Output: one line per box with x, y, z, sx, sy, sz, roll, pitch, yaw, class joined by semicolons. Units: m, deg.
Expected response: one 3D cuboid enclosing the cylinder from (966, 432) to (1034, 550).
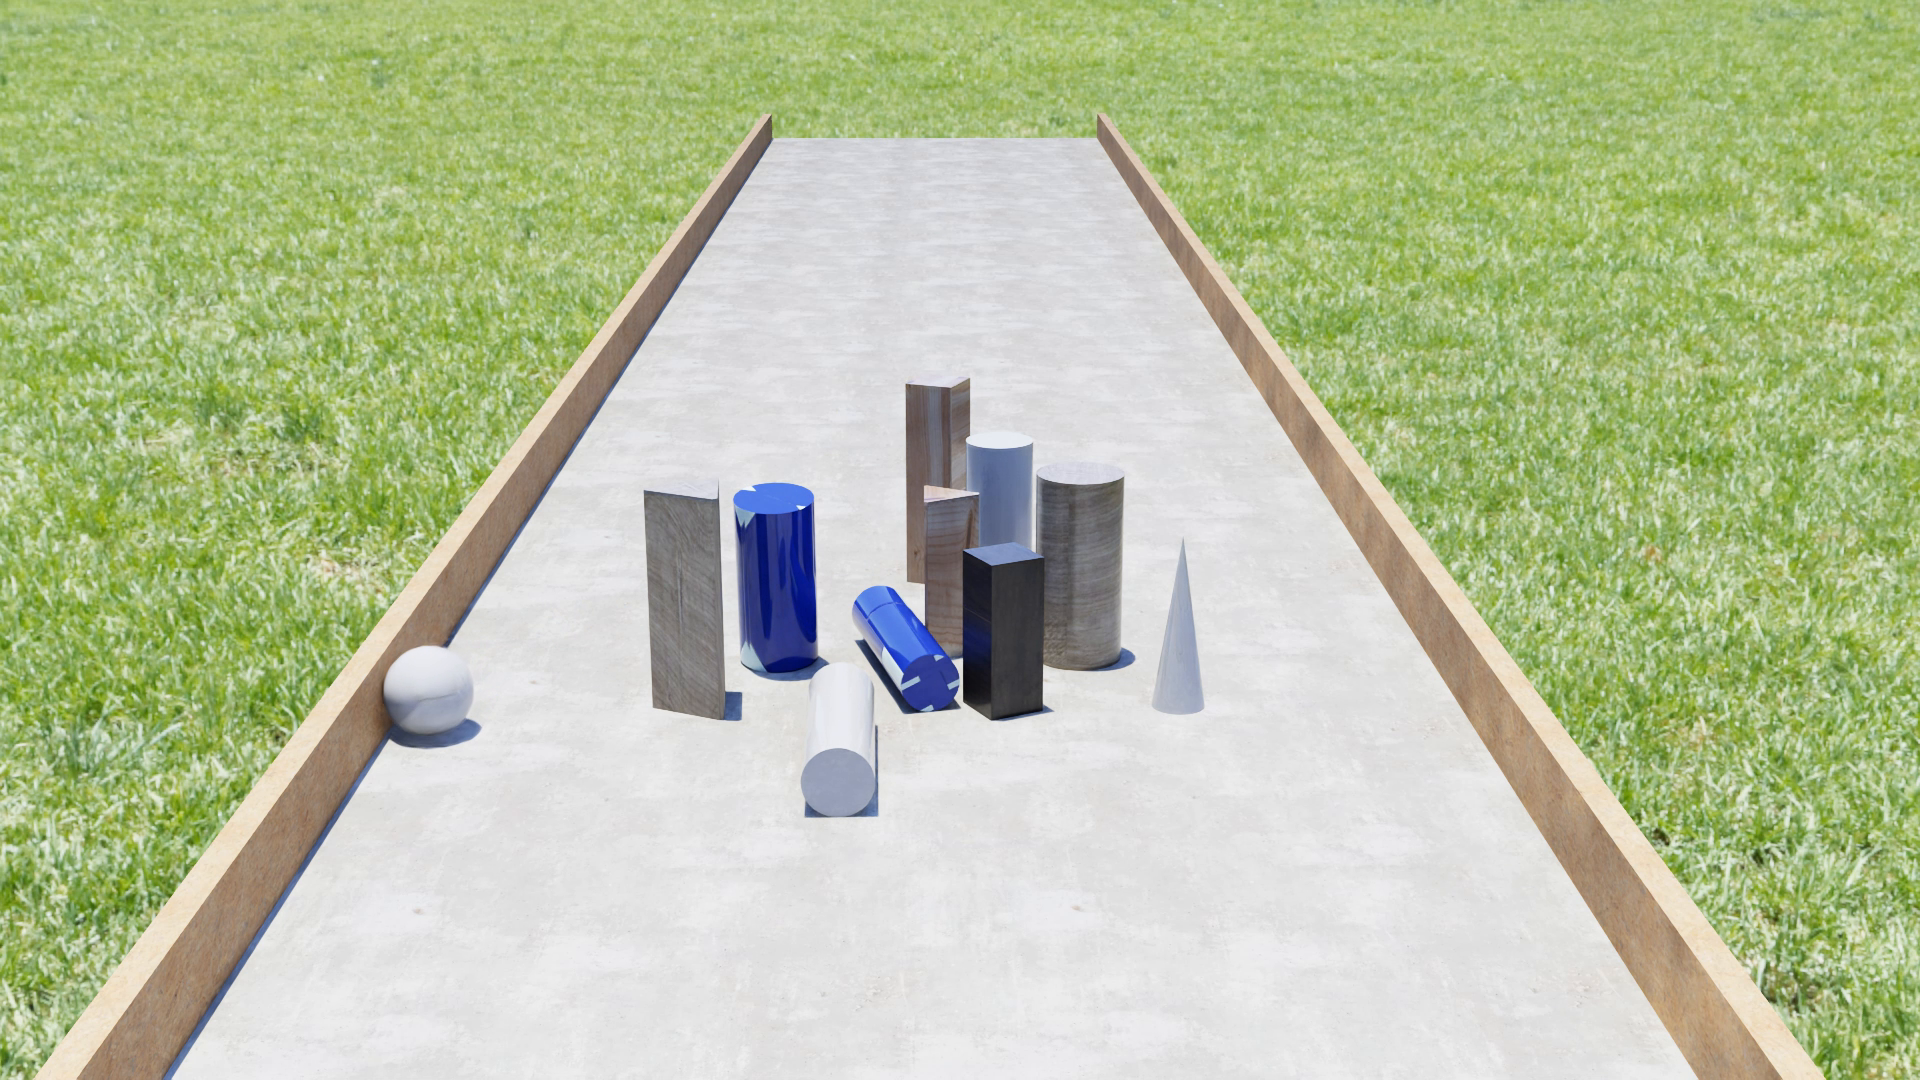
0.083;-0.026;4.646;0.142;0.381;0.142;0;17;0;cylinder

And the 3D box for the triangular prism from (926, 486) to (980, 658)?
-0.042;0.063;4.432;0.123;0.332;0.107;-10;19;-29;triangular prism

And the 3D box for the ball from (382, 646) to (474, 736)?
-0.970;0.275;4.017;0.164;0.164;0.164;0;17;0;ball

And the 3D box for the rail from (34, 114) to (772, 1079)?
-1.118;-0.838;7.780;0.050;0.150;12.000;0;17;-1;rail

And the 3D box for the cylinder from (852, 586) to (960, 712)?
-0.111;0.208;4.327;0.114;0.114;0.438;-4;17;-14;cylinder

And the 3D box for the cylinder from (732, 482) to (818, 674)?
-0.362;0.075;4.346;0.158;0.342;0.158;0;24;0;cylinder

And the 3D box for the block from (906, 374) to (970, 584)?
-0.048;-0.132;4.875;0.109;0.453;0.109;7;18;21;block

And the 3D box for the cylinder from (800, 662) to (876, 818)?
-0.211;0.344;3.854;0.124;0.124;0.418;-1;17;-2;cylinder

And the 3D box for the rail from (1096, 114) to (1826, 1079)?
0.932;-0.844;7.801;0.050;0.150;12.000;0;17;-1;rail

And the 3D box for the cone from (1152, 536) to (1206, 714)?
0.414;0.152;4.124;0.102;0.337;0.102;0;17;0;cone

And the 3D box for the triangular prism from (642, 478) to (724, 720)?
-0.484;0.104;4.128;0.154;0.428;0.134;8;18;24;triangular prism

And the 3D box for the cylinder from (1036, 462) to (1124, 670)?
0.237;0.051;4.384;0.174;0.383;0.174;0;17;0;cylinder

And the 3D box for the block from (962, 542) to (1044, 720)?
0.081;0.170;4.123;0.112;0.303;0.112;-9;19;-27;block
